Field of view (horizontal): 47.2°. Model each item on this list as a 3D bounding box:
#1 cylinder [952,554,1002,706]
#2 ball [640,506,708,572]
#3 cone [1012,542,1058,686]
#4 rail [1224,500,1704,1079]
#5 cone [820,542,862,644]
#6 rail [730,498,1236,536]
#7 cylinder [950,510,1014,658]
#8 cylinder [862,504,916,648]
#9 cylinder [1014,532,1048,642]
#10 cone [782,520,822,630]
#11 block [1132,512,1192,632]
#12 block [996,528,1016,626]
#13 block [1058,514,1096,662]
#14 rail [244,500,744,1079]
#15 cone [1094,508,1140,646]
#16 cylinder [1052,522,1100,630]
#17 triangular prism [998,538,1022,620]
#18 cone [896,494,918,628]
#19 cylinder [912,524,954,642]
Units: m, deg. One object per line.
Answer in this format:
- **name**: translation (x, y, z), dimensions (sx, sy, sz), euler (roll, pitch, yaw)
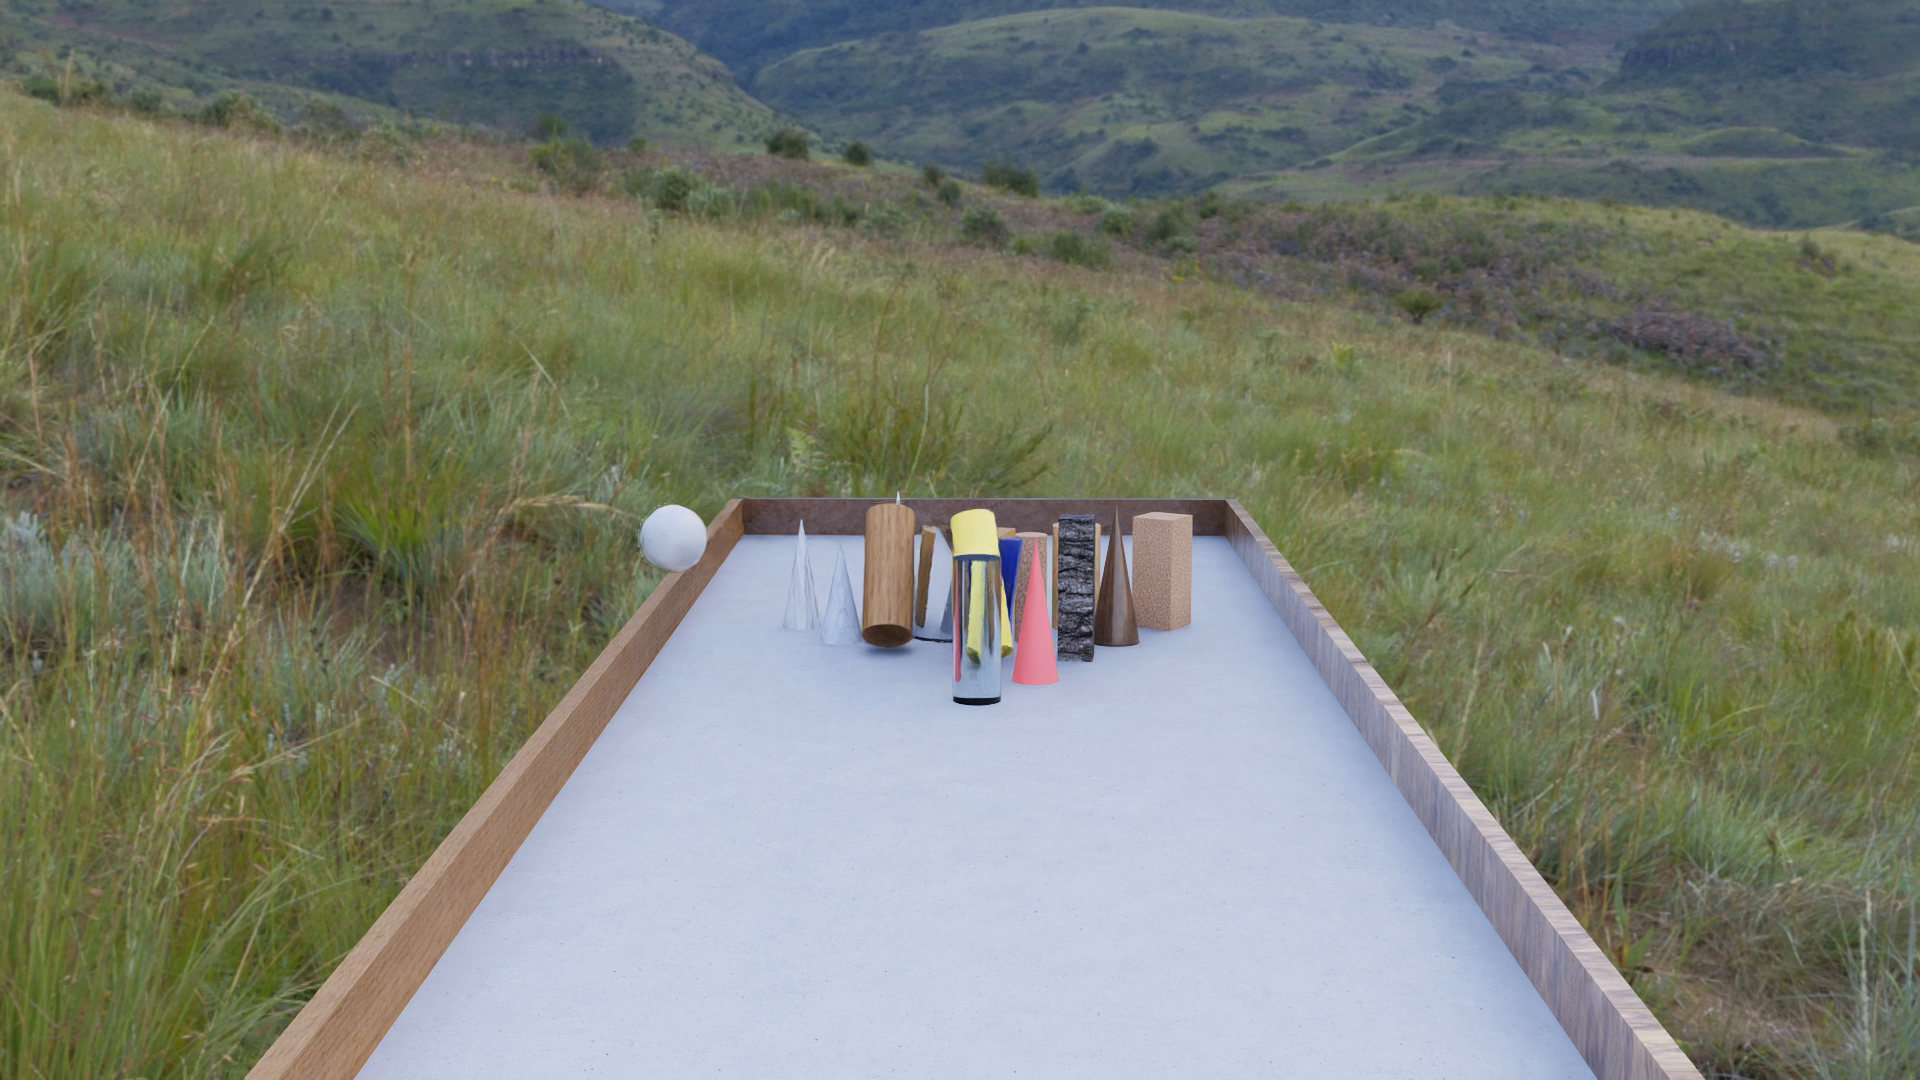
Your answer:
- **cylinder**: translation (0.048, 0.249, 6.142), dimensions (0.136, 0.405, 0.136), euler (0, 9, 0)
- **ball**: translation (-0.926, -0.005, 7.117), dimensions (0.215, 0.215, 0.215), euler (0, 9, 0)
- **cone**: translation (0.221, 0.201, 6.395), dimensions (0.137, 0.421, 0.137), euler (0, 9, 0)
- **rail**: translation (1.046, 0.843, 3.208), dimensions (0.050, 0.150, 12.000), euler (0, 9, 1)
- **cone**: translation (-0.377, 0.159, 6.972), dimensions (0.137, 0.324, 0.137), euler (0, 9, 0)
- **rail**: translation (0.099, -0.098, 9.147), dimensions (2.100, 0.150, 0.050), euler (0, 9, 1)
- **cylinder**: translation (0.065, 0.138, 6.706), dimensions (0.137, 0.446, 0.137), euler (-7, -23, -3)
- **cylinder**: translation (-0.224, 0.110, 6.925), dimensions (0.158, 0.430, 0.158), euler (0, -30, 0)
- **cylinder**: translation (0.224, 0.152, 6.959), dimensions (0.102, 0.342, 0.102), euler (0, 9, 0)
- **cone**: translation (-0.518, 0.104, 7.206), dimensions (0.134, 0.360, 0.134), euler (0, 9, 0)
- **block**: translation (0.662, 0.101, 7.211), dimensions (0.144, 0.363, 0.144), euler (6, 11, 33)
- **block**: translation (0.074, 0.126, 7.208), dimensions (0.174, 0.315, 0.174), euler (3, 9, 17)
- **block**: translation (0.355, 0.145, 6.698), dimensions (0.106, 0.437, 0.106), euler (1, 9, 7)
- **rail**: translation (-1.004, 0.839, 3.234), dimensions (0.050, 0.150, 12.000), euler (0, 9, 1)
- **cone**: translation (0.491, 0.104, 6.937), dimensions (0.158, 0.443, 0.158), euler (0, 9, 0)
- **cylinder**: translation (0.380, 0.118, 7.185), dimensions (0.157, 0.338, 0.157), euler (0, 9, 0)
- **triangular prism**: translation (0.133, 0.169, 6.826), dimensions (0.125, 0.333, 0.108), euler (3, -12, 26)
- **cone**: translation (-0.200, 0.062, 7.171), dimensions (0.175, 0.454, 0.175), euler (0, 9, 0)
- **cylinder**: translation (-0.068, 0.136, 6.955), dimensions (0.135, 0.359, 0.135), euler (5, 4, 0)
